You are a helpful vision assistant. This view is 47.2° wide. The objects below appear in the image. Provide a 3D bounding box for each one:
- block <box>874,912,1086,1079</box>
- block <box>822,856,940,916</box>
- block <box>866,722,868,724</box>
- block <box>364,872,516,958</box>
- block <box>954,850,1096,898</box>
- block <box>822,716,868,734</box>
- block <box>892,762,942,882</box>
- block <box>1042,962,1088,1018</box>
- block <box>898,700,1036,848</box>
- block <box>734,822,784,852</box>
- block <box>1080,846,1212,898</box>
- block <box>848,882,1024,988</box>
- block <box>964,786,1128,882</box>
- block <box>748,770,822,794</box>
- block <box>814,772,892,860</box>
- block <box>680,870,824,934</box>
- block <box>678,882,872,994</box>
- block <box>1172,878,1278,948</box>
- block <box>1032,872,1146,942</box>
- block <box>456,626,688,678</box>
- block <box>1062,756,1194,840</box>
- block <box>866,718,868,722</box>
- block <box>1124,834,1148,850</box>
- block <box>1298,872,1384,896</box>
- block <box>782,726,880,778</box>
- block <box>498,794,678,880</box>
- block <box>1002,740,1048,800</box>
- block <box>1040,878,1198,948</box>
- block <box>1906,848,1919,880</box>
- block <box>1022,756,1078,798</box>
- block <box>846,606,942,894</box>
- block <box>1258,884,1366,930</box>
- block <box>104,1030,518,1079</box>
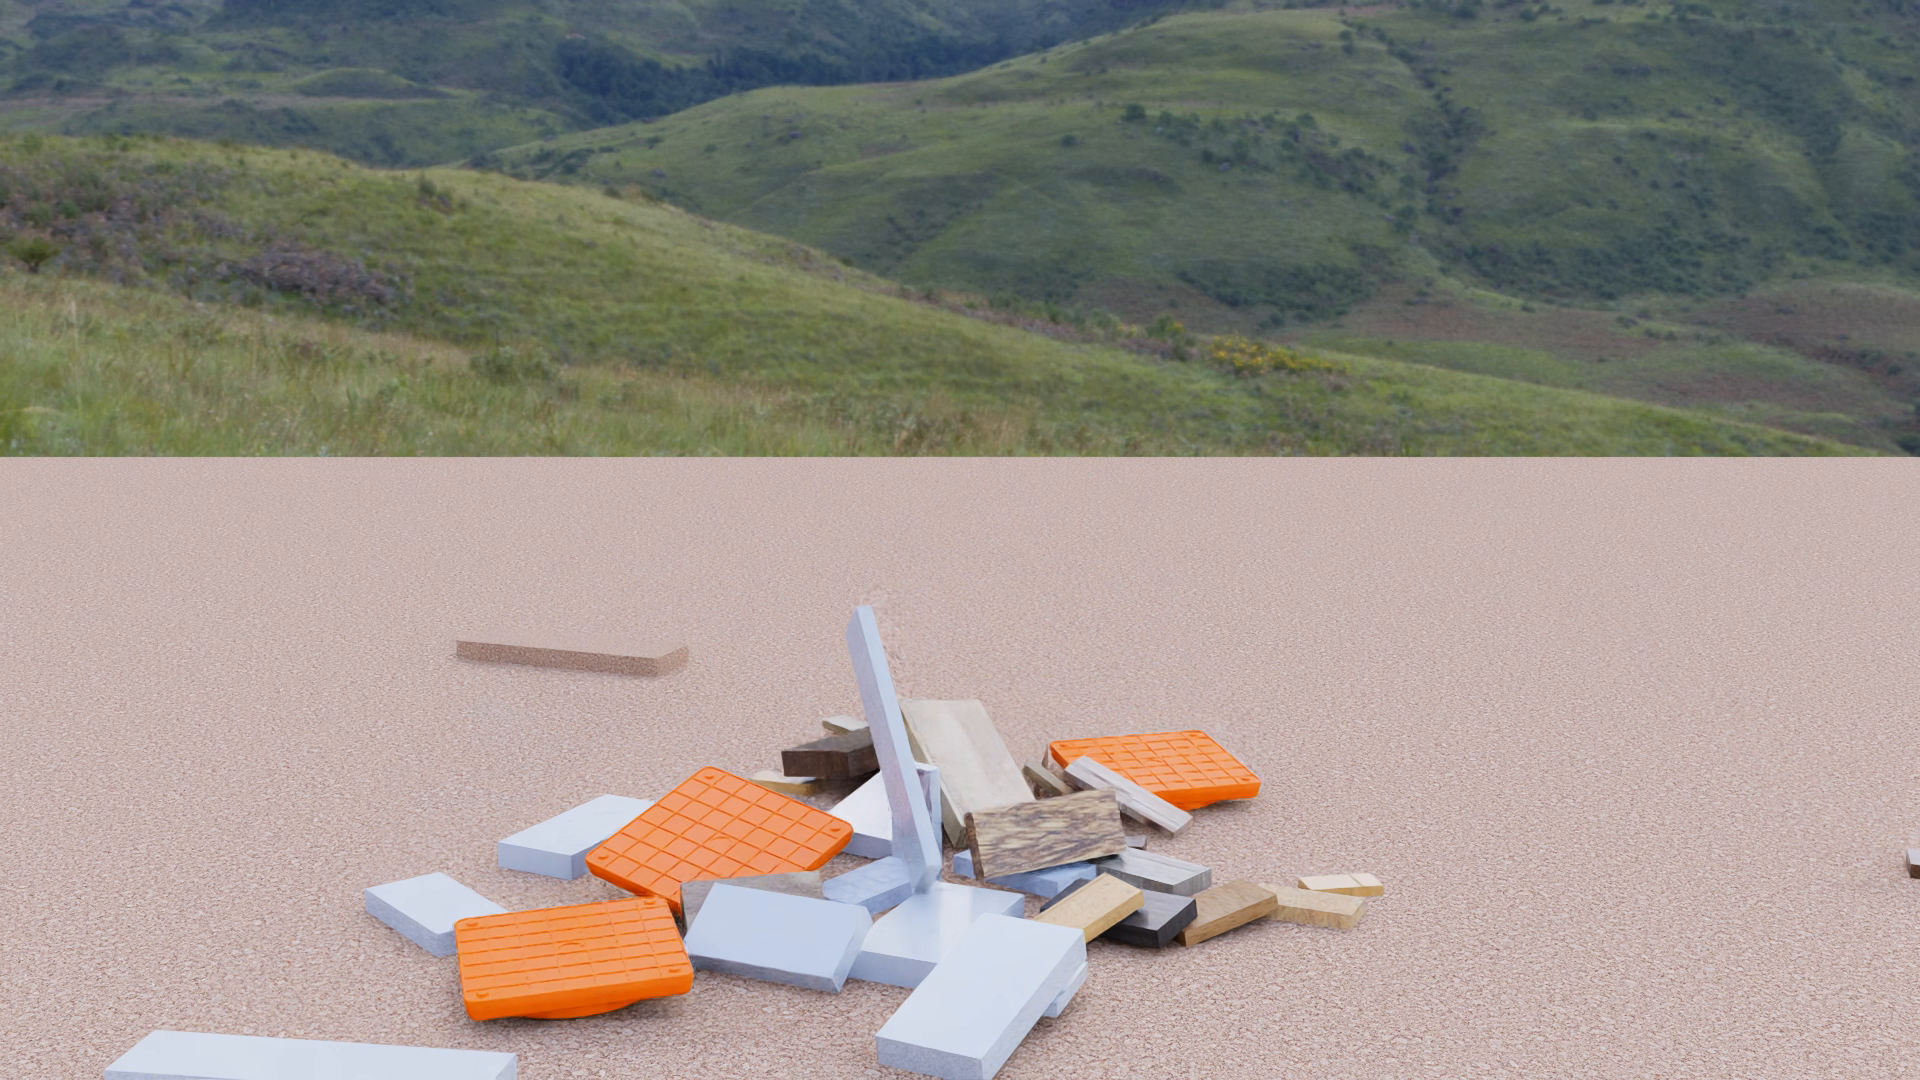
[{"bbox_3d":[0.034,0.638,3.082,0.163,0.046,0.326,6,25,28],"label":"block"},{"bbox_3d":[-0.146,0.578,3.648,0.110,0.031,0.220,8,13,38],"label":"block"},{"bbox_3d":[-0.219,0.408,4.601,0.064,0.018,0.128,1,11,7],"label":"block"},{"bbox_3d":[-0.835,0.598,3.525,0.133,0.038,0.266,-8,13,-38],"label":"block"},{"bbox_3d":[0.110,0.560,3.744,0.221,0.031,0.110,8,13,38],"label":"block"},{"bbox_3d":[-0.234,0.391,4.598,0.058,0.016,0.116,-8,13,-37],"label":"block"},{"bbox_3d":[-0.074,0.476,3.728,0.089,0.201,0.025,8,16,38],"label":"block"},{"bbox_3d":[0.124,0.645,3.183,0.081,0.023,0.162,4,11,18],"label":"block"},{"bbox_3d":[0.013,0.420,3.997,0.173,0.049,0.346,2,35,-27],"label":"block"},{"bbox_3d":[-0.360,0.532,3.938,0.058,0.016,0.116,2,11,11],"label":"block"},{"bbox_3d":[0.302,0.562,3.732,0.224,0.032,0.112,9,14,40],"label":"block"},{"bbox_3d":[-0.037,0.613,3.420,0.163,0.046,0.326,5,11,24],"label":"block"},{"bbox_3d":[0.145,0.493,3.700,0.281,0.112,0.032,-6,-10,-29],"label":"block"},{"bbox_3d":[-0.339,0.470,4.267,0.128,0.018,0.064,4,11,19],"label":"block"},{"bbox_3d":[-0.112,0.481,3.979,0.157,0.045,0.315,9,23,28],"label":"block"},{"bbox_3d":[-0.323,0.583,3.449,0.220,0.031,0.110,-3,50,-15],"label":"block"},{"bbox_3d":[-0.279,0.600,3.324,0.265,0.038,0.133,4,45,25],"label":"block"},{"bbox_3d":[0.405,0.593,3.506,0.185,0.026,0.093,-16,17,-29],"label":"block"},{"bbox_3d":[0.188,0.589,3.434,0.185,0.026,0.093,-28,25,-27],"label":"block"},{"bbox_3d":[-0.932,0.267,5.284,0.543,0.045,0.158,4,11,20],"label":"block"},{"bbox_3d":[0.306,0.469,4.023,0.249,0.018,0.063,28,38,30],"label":"block"},{"bbox_3d":[-0.130,0.367,4.614,0.064,0.018,0.260,-4,-6,-20],"label":"block"},{"bbox_3d":[0.265,0.539,3.896,0.126,0.018,0.063,2,11,12],"label":"block"},{"bbox_3d":[0.636,0.579,3.678,0.126,0.018,0.063,-2,11,-11],"label":"block"},{"bbox_3d":[-0.165,0.404,4.307,0.173,0.049,0.346,-4,5,40],"label":"block"},{"bbox_3d":[-0.656,0.524,3.902,0.158,0.045,0.315,5,12,27],"label":"block"},{"bbox_3d":[0.069,0.457,4.251,0.173,0.049,0.346,1,11,7],"label":"block"},{"bbox_3d":[0.251,0.590,3.486,0.224,0.032,0.112,4,21,39],"label":"block"},{"bbox_3d":[1.716,0.561,3.756,0.177,0.025,0.089,3,11,18],"label":"block"},{"bbox_3d":[0.169,0.458,4.154,0.116,0.016,0.058,37,13,0],"label":"block"},{"bbox_3d":[-0.113,0.340,3.635,0.026,0.093,0.498,-4,55,-20],"label":"block"},{"bbox_3d":[0.560,0.595,3.573,0.177,0.025,0.089,5,12,24],"label":"block"},{"bbox_3d":[-0.859,0.710,2.919,0.517,0.038,0.133,2,11,9],"label":"block"}]
